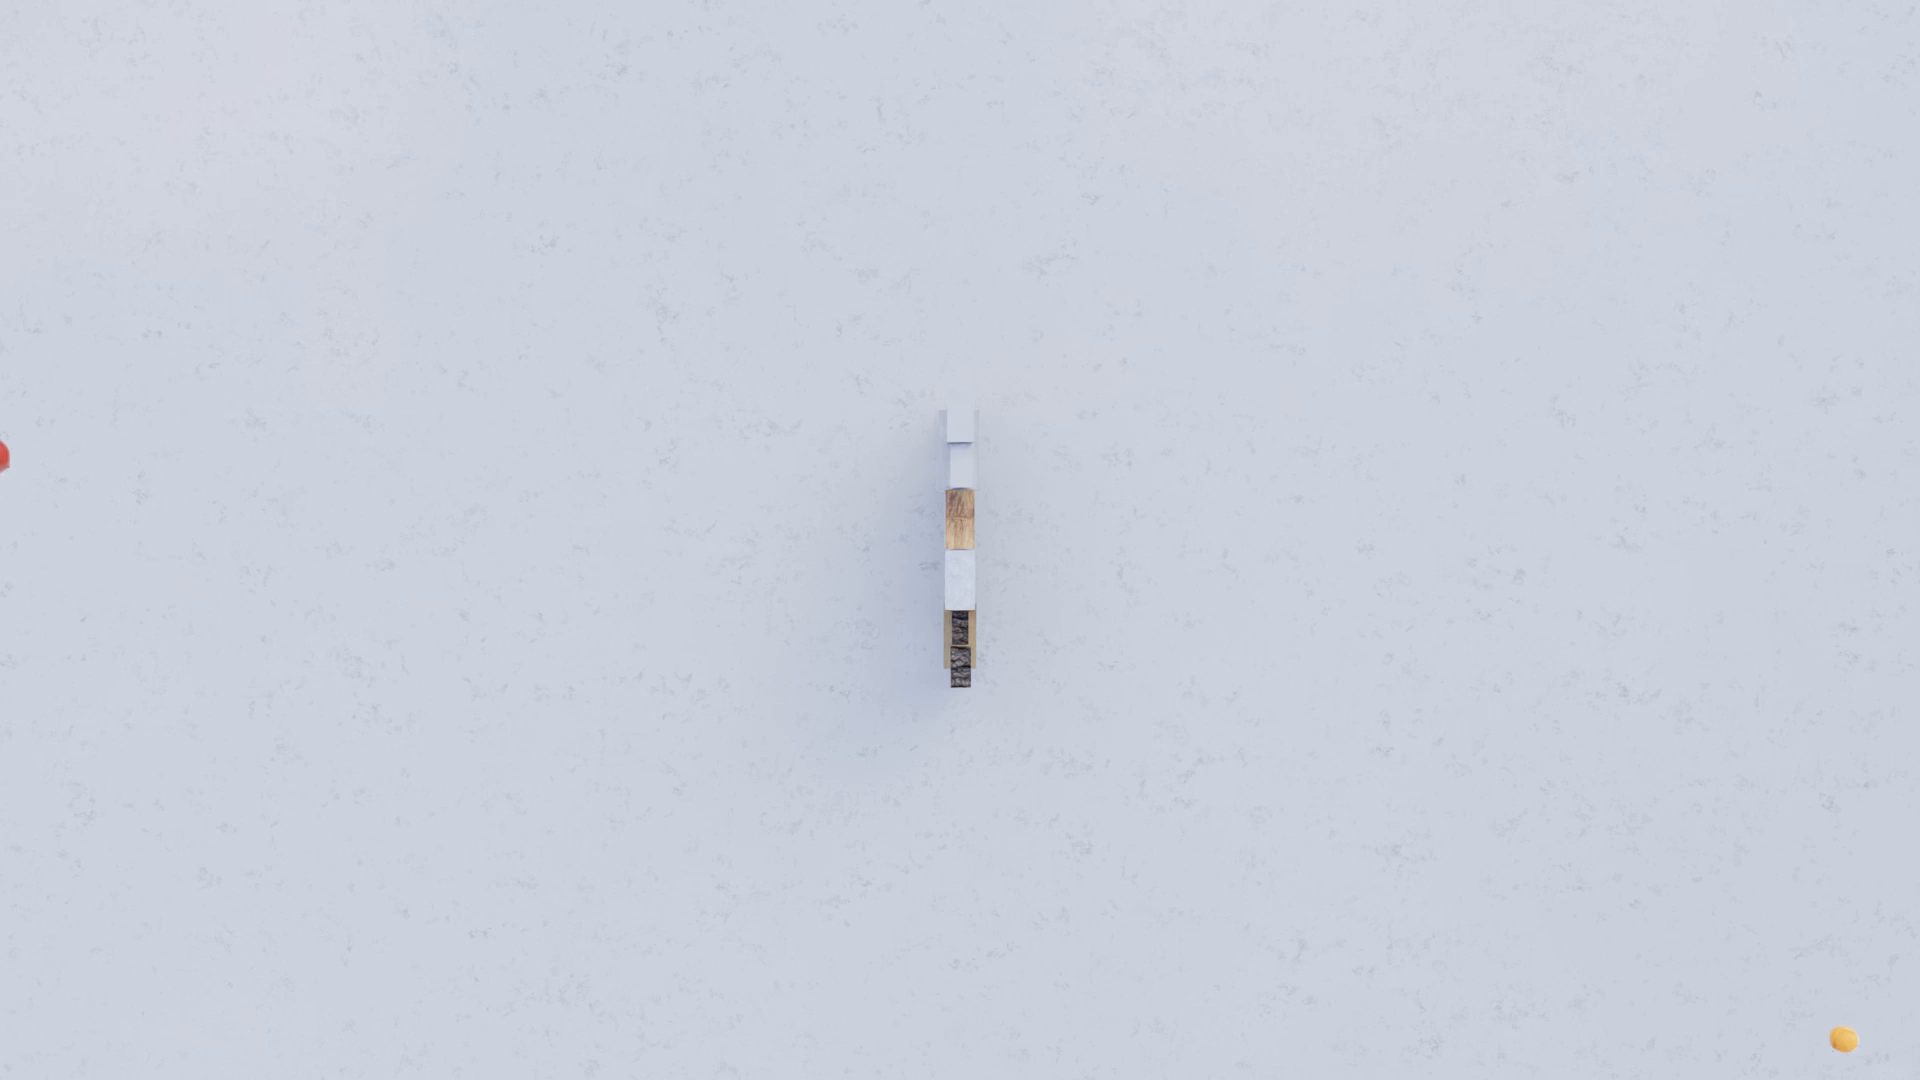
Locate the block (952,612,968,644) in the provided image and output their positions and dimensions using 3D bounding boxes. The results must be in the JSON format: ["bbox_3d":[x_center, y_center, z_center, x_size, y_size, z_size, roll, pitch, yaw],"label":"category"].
[{"bbox_3d":[0.001,0.274,5.150,0.052,0.015,0.104,0,90,0],"label":"block"}]

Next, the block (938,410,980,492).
[{"bbox_3d":[-0.003,-0.283,5.227,0.127,0.036,0.255,0,90,0],"label":"block"}]

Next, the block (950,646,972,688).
[{"bbox_3d":[0.003,0.395,5.126,0.063,0.018,0.127,0,90,0],"label":"block"}]

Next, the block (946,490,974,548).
[{"bbox_3d":[0.000,-0.065,5.194,0.092,0.026,0.185,0,90,0],"label":"block"}]

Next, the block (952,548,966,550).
[{"bbox_3d":[-0.002,-0.004,5.401,0.046,0.013,0.093,0,90,0],"label":"block"}]

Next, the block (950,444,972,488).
[{"bbox_3d":[0.005,-0.228,5.067,0.067,0.019,0.133,0,90,0],"label":"block"}]

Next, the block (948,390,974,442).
[{"bbox_3d":[0.001,-0.379,5.040,0.079,0.022,0.158,0,90,0],"label":"block"}]

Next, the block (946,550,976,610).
[{"bbox_3d":[0.000,0.125,5.132,0.092,0.026,0.185,0,90,0],"label":"block"}]

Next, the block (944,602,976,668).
[{"bbox_3d":[0.000,0.306,5.276,0.104,0.030,0.209,0,90,0],"label":"block"}]
